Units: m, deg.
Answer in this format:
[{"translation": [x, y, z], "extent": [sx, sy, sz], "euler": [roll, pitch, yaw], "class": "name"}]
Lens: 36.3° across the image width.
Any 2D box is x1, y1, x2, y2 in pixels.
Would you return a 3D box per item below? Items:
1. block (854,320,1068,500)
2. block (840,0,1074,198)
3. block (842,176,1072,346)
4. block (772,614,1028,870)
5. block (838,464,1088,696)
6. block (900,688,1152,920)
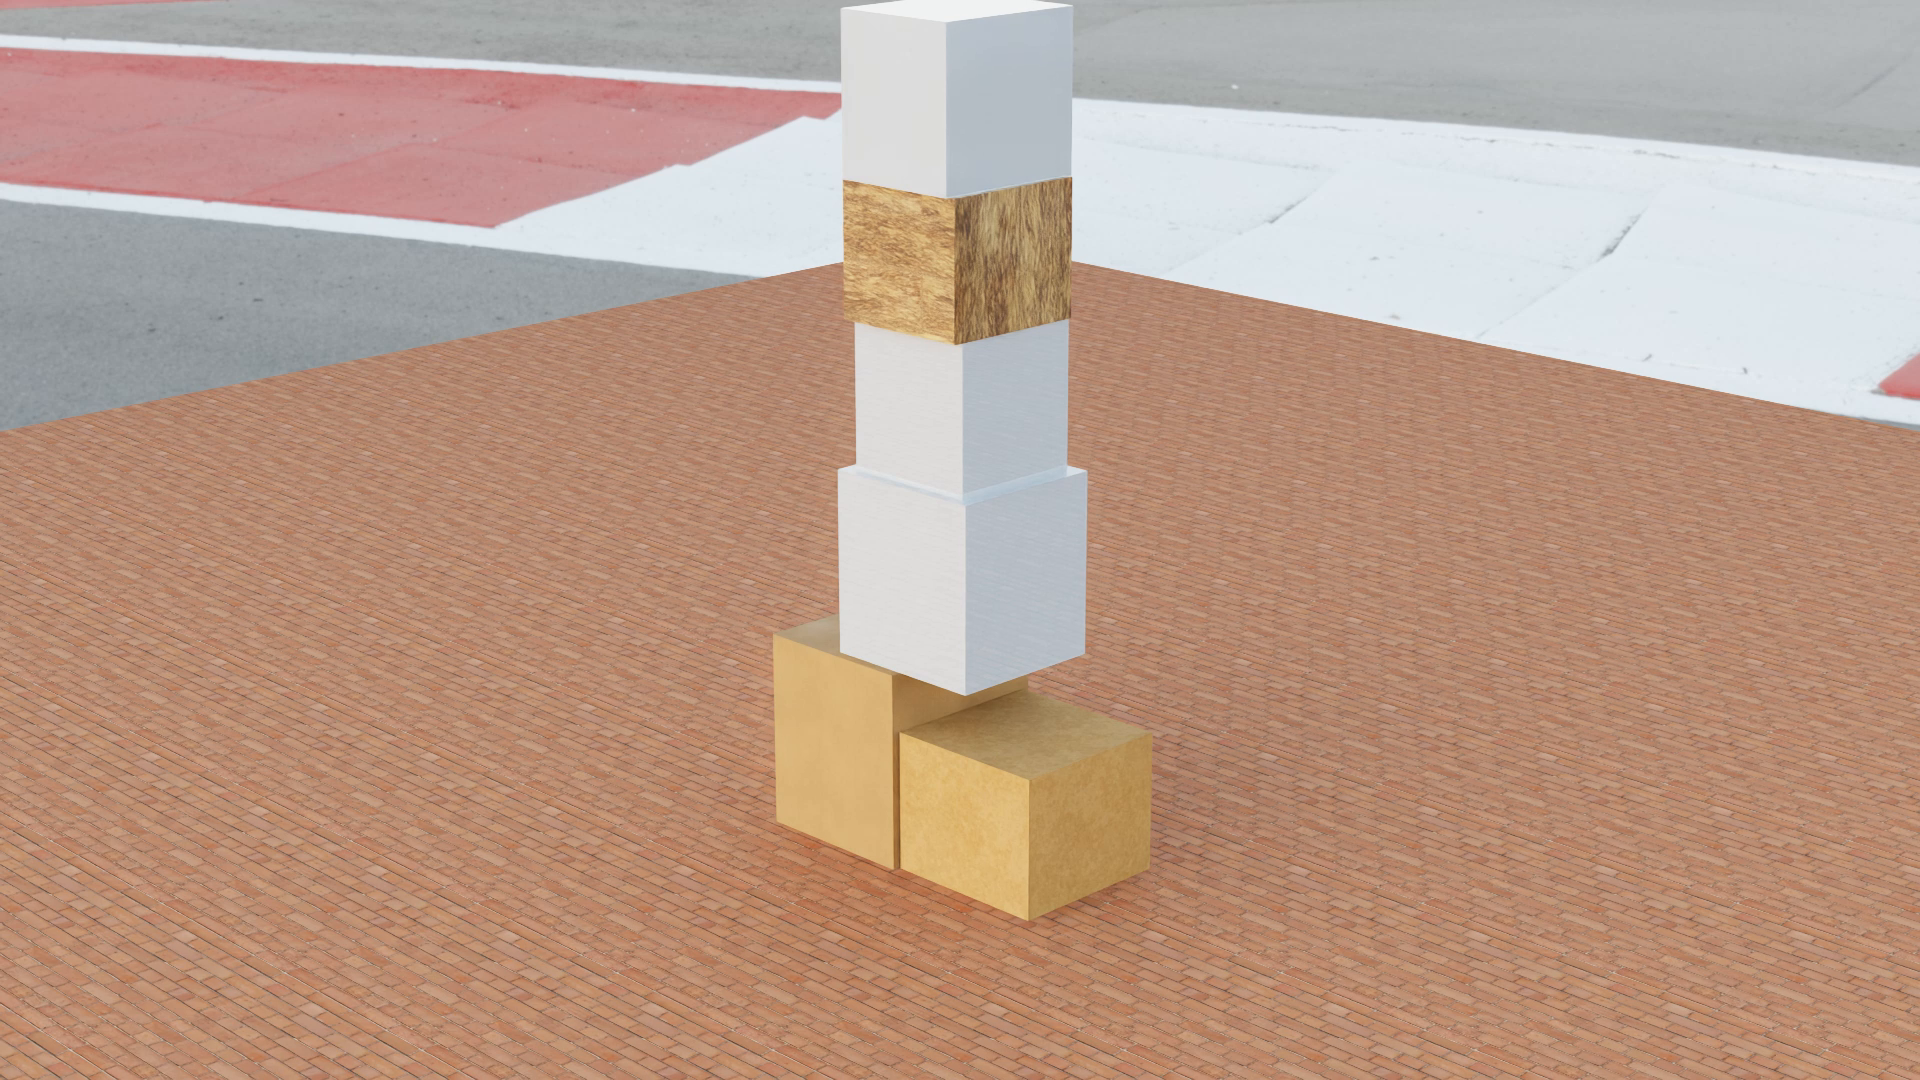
[{"translation": [0.008, -0.651, 13.145], "extent": [0.669, 0.705, 0.677], "euler": [-17, 24, -42], "class": "block"}, {"translation": [-0.011, -1.940, 12.718], "extent": [0.774, 0.740, 0.641], "euler": [-17, 24, -42], "class": "block"}, {"translation": [-0.010, -1.285, 12.926], "extent": [0.731, 0.634, 0.693], "euler": [-17, 24, -42], "class": "block"}, {"translation": [-0.278, 0.886, 13.941], "extent": [0.891, 0.951, 0.809], "euler": [-17, 24, -42], "class": "block"}, {"translation": [0.012, 0.102, 13.386], "extent": [0.782, 0.877, 0.815], "euler": [-17, 24, -42], "class": "block"}, {"translation": [0.300, 1.195, 13.425], "extent": [0.811, 0.671, 0.815], "euler": [-17, 24, -42], "class": "block"}]
